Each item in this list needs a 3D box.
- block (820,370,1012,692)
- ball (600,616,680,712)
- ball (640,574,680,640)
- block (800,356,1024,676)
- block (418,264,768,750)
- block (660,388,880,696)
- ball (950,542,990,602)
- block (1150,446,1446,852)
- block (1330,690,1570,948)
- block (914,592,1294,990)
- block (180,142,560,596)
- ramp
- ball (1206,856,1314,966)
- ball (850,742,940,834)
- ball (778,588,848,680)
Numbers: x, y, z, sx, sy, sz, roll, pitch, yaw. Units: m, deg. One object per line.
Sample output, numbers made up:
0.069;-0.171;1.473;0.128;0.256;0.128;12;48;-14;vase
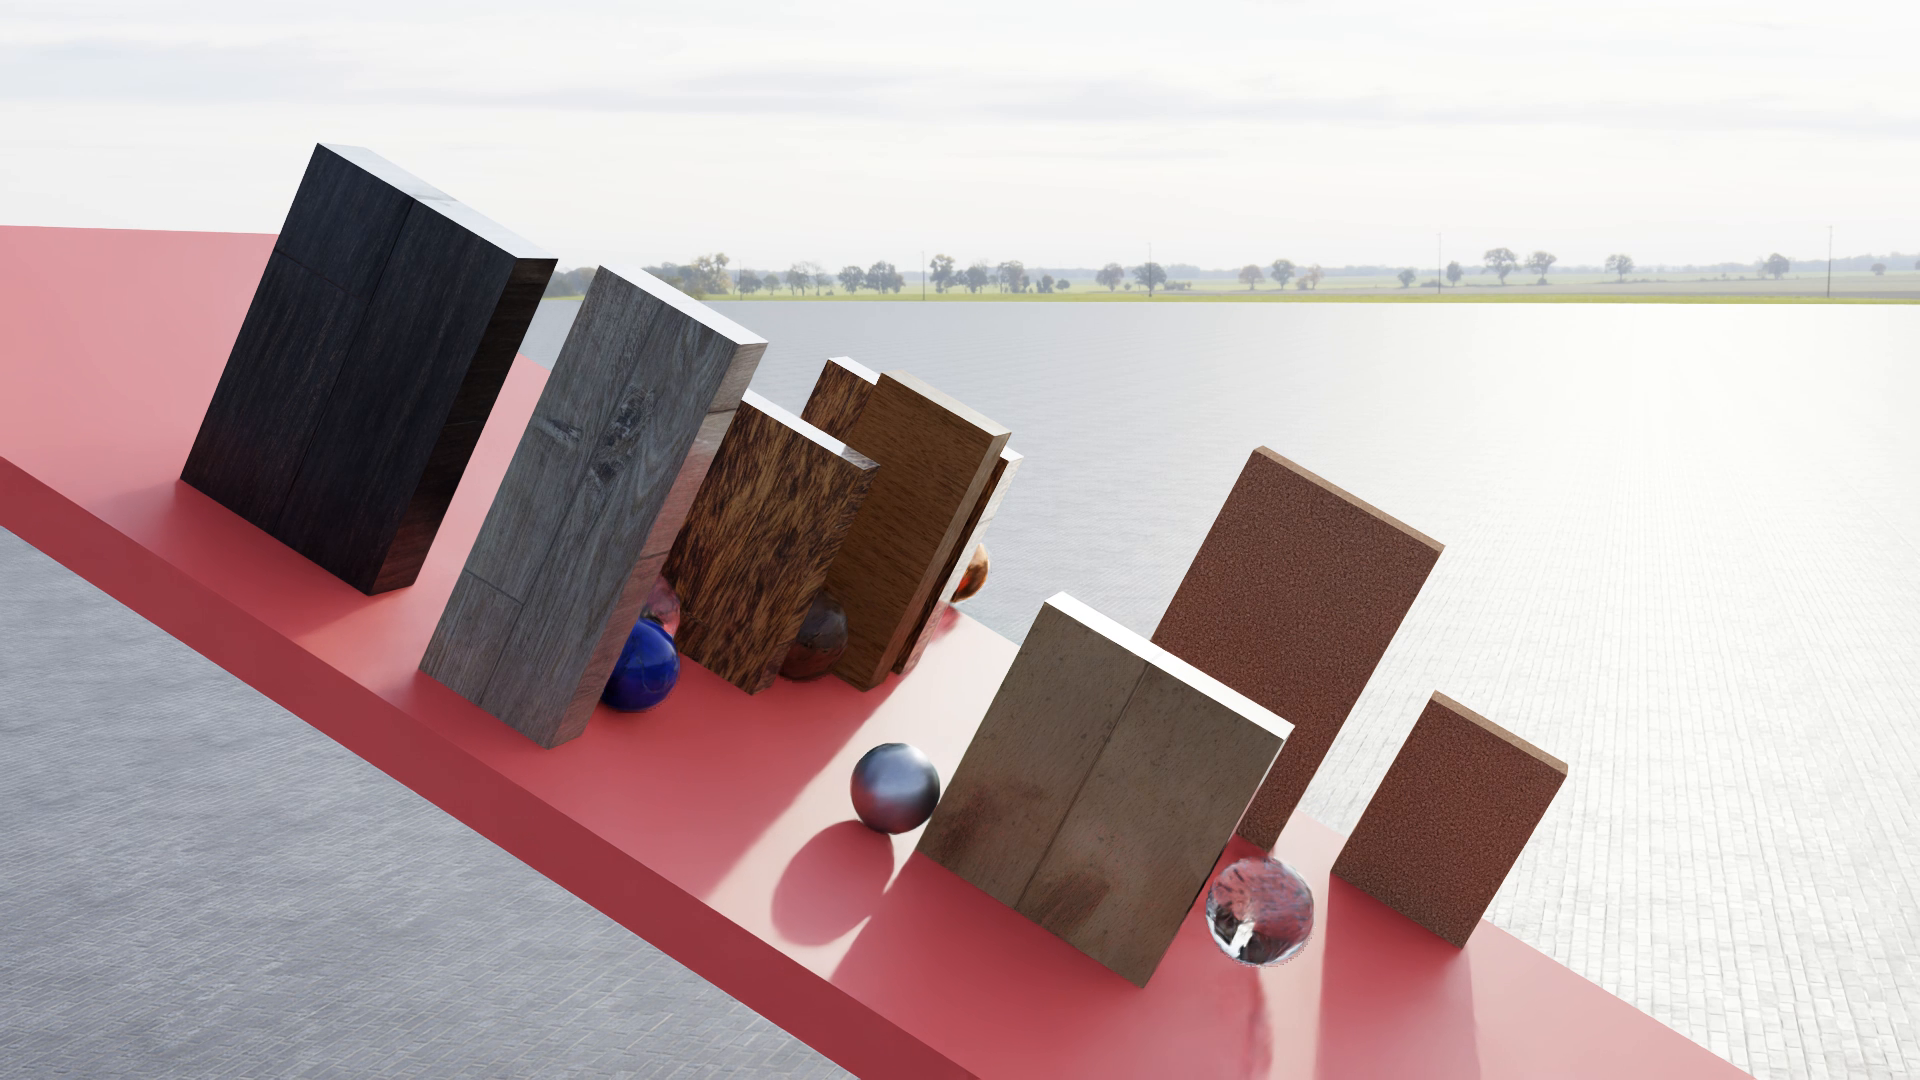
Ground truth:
-0.151;-0.018;4.303;0.254;0.573;0.124;30;14;12;block
-0.544;0.205;3.641;0.157;0.157;0.157;0;7;0;ball
-0.573;0.127;3.838;0.171;0.171;0.171;0;7;0;ball
-0.179;-0.051;4.518;0.430;0.502;0.110;30;14;12;block
-0.567;-0.049;3.375;0.251;0.705;0.115;30;14;12;block
-0.415;-0.015;4.019;0.364;0.471;0.095;30;14;12;block
-0.019;0.059;5.179;0.177;0.177;0.177;0;7;0;ball
0.635;0.225;4.562;0.427;0.721;0.119;30;14;12;block
1.021;0.582;4.595;0.312;0.431;0.104;30;14;12;block
0.236;0.412;3.648;0.445;0.486;0.112;30;14;12;block
-0.979;-0.281;3.627;0.399;0.619;0.140;30;14;12;block
-0.225;0.375;4.149;4.000;0.100;2.000;30;14;12;ramp
0.534;0.660;3.915;0.193;0.193;0.193;0;7;0;ball
-0.109;0.416;3.691;0.153;0.153;0.153;0;7;0;ball
-0.300;0.174;4.151;0.181;0.181;0.181;0;7;0;ball
